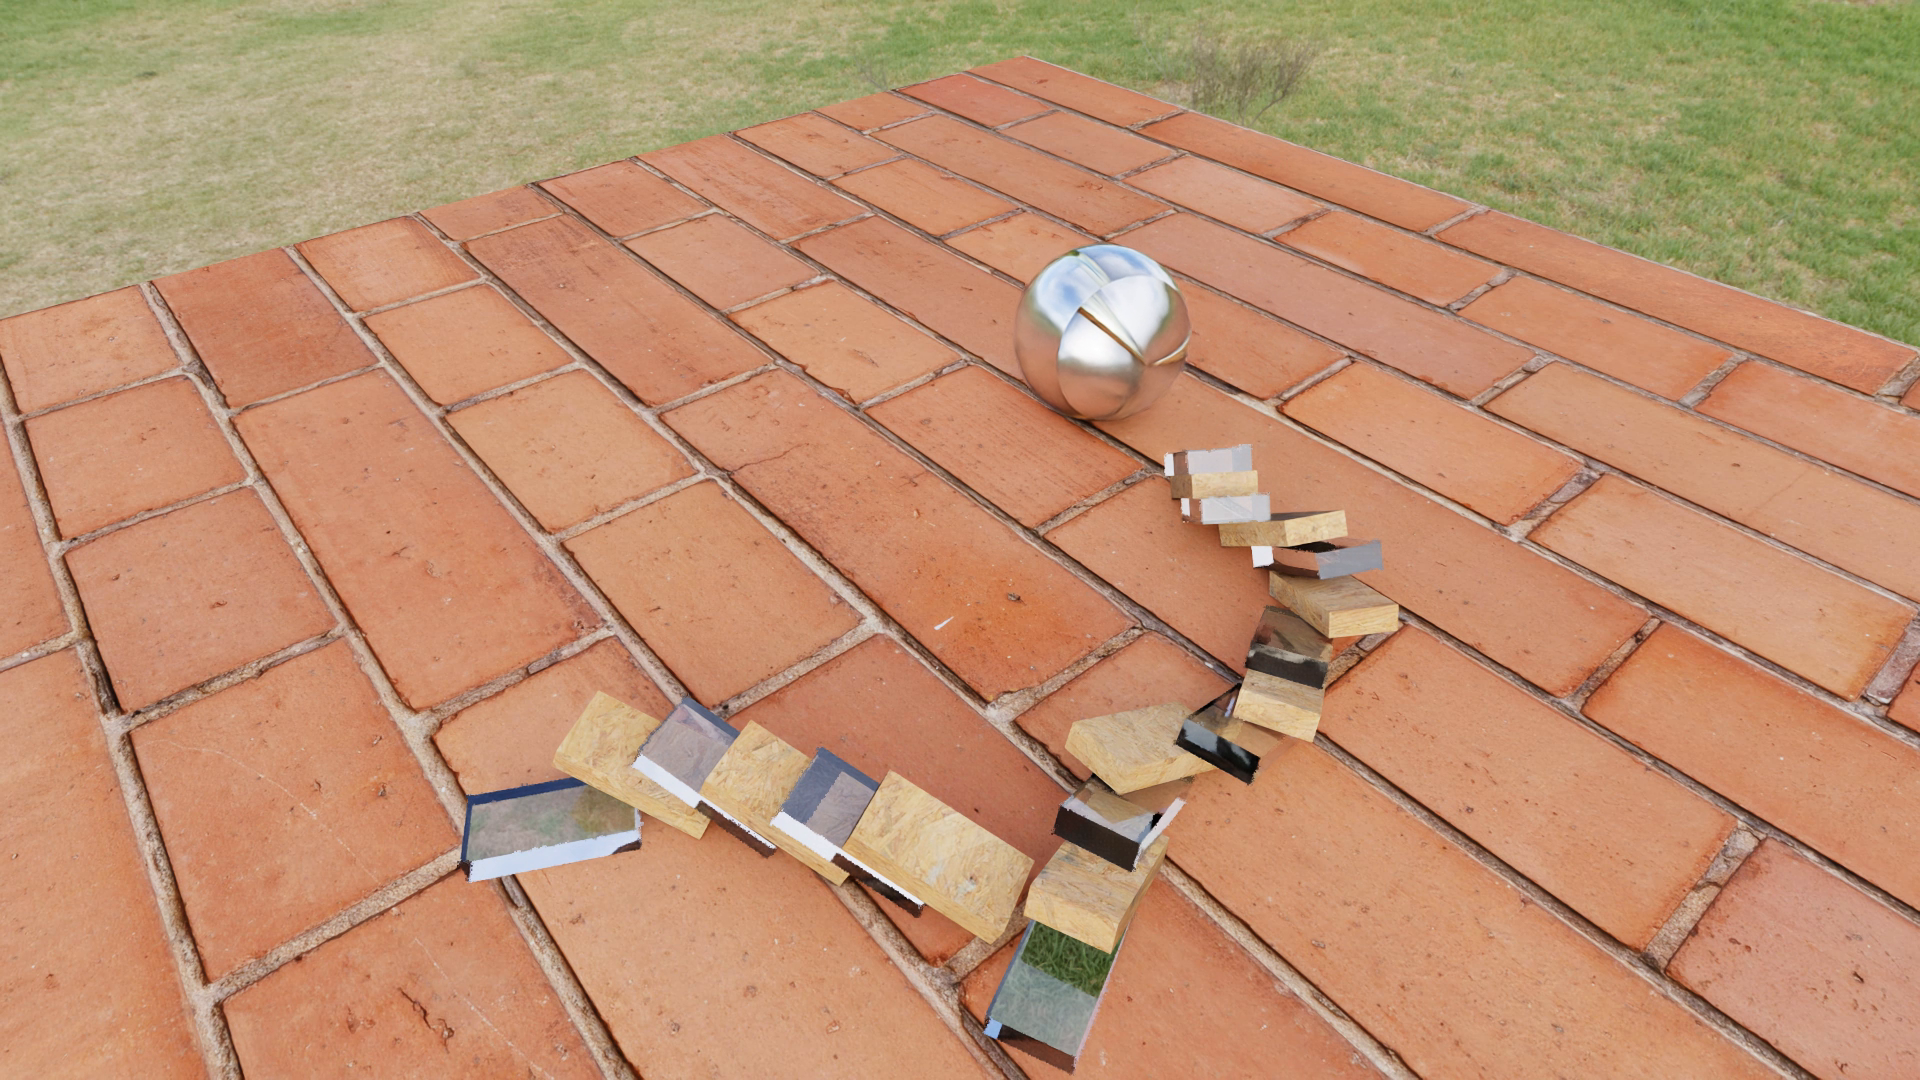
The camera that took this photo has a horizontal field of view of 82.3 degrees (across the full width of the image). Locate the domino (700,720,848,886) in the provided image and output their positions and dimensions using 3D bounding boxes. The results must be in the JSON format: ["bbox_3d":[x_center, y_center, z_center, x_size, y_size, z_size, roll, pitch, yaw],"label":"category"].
[{"bbox_3d":[-0.050,0.079,0.332,0.050,0.010,0.025,33,45,1],"label":"domino"}]

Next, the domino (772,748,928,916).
[{"bbox_3d":[-0.027,0.086,0.324,0.050,0.010,0.025,32,45,2],"label":"domino"}]

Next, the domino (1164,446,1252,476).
[{"bbox_3d":[0.103,-0.033,0.460,0.025,0.009,0.050,-3,3,0],"label":"domino"}]

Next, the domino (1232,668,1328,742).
[{"bbox_3d":[0.107,0.050,0.365,0.025,0.009,0.050,17,17,17],"label":"domino"}]

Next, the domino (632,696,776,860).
[{"bbox_3d":[-0.072,0.073,0.339,0.050,0.009,0.025,34,45,2],"label":"domino"}]

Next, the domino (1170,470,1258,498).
[{"bbox_3d":[0.102,-0.022,0.448,0.025,0.010,0.050,-3,3,2],"label":"domino"}]

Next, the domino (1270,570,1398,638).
[{"bbox_3d":[0.135,0.022,0.402,0.025,0.010,0.050,-6,15,-7],"label":"domino"}]

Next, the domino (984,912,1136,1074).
[{"bbox_3d":[0.029,0.116,0.302,0.025,0.010,0.050,17,42,20],"label":"domino"}]

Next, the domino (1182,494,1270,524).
[{"bbox_3d":[0.104,-0.012,0.435,0.025,0.010,0.050,-3,3,3],"label":"domino"}]

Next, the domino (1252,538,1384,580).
[{"bbox_3d":[0.134,0.006,0.416,0.025,0.010,0.050,-10,6,-11],"label":"domino"}]

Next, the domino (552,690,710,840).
[{"bbox_3d":[-0.097,0.070,0.342,0.050,0.010,0.025,28,41,-5],"label":"domino"}]

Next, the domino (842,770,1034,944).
[{"bbox_3d":[-0.006,0.091,0.317,0.050,0.009,0.025,32,45,2],"label":"domino"}]

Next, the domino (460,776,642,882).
[{"bbox_3d":[-0.125,0.087,0.338,0.050,0.009,0.025,-9,40,-11],"label":"domino"}]

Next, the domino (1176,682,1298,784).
[{"bbox_3d":[0.091,0.061,0.352,0.025,0.009,0.050,27,20,28],"label":"domino"}]

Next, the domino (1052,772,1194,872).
[{"bbox_3d":[0.050,0.079,0.332,0.025,0.009,0.050,21,21,24],"label":"domino"}]

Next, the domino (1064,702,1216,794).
[{"bbox_3d":[0.060,0.065,0.348,0.050,0.010,0.025,-3,27,-39],"label":"domino"}]

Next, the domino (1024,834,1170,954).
[{"bbox_3d":[0.040,0.095,0.312,0.025,0.009,0.050,18,19,22],"label":"domino"}]

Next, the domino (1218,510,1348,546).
[{"bbox_3d":[0.124,-0.004,0.425,0.025,0.009,0.050,-10,2,-14],"label":"domino"}]

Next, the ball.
[{"bbox_3d":[0.065,-0.094,0.503,0.080,0.080,0.080,0,39,0],"label":"ball"}]

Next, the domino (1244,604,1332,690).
[{"bbox_3d":[0.116,0.036,0.383,0.025,0.009,0.050,15,16,18],"label":"domino"}]
